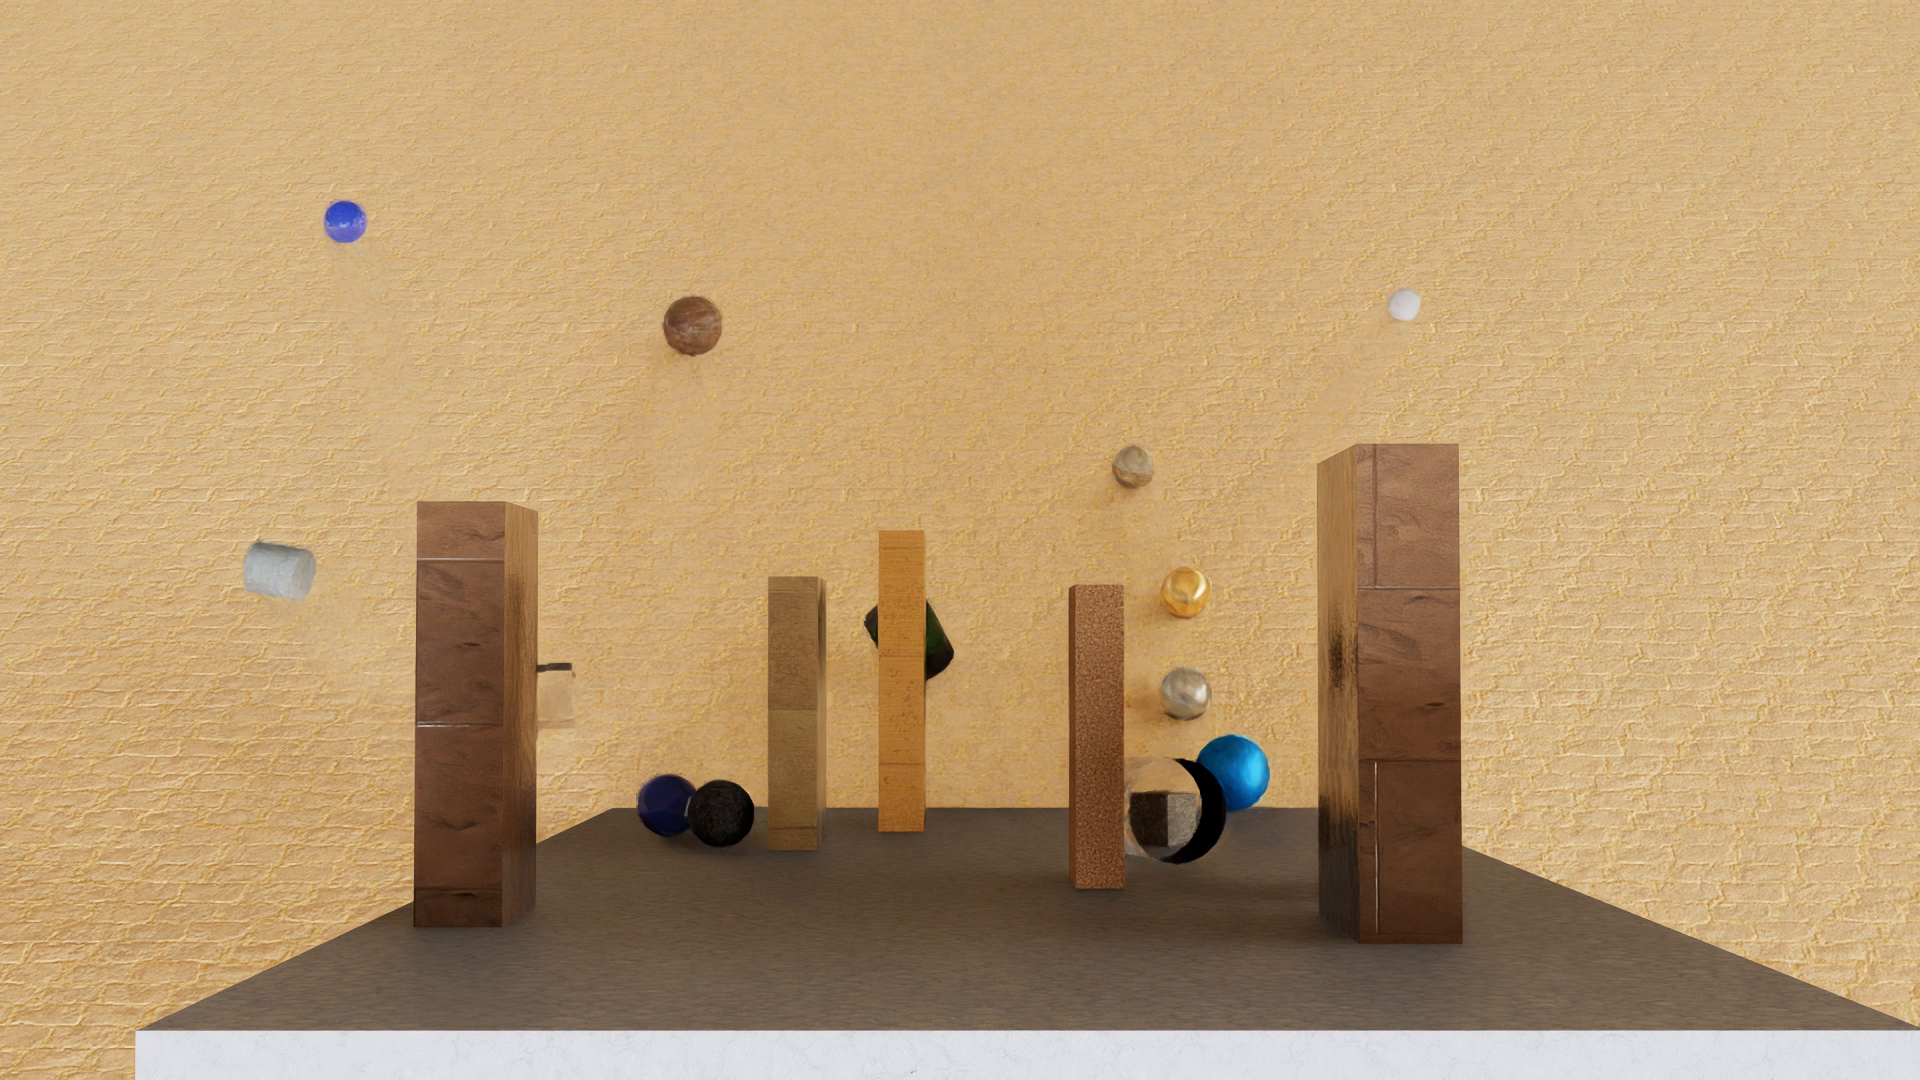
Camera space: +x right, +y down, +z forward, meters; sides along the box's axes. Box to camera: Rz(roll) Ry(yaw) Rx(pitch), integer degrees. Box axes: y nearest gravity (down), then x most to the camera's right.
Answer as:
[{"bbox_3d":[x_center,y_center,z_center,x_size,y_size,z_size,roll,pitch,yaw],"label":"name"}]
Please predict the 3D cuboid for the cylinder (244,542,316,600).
[{"bbox_3d":[-1.995,0.091,7.626,0.153,0.153,0.153,10,37,10],"label":"cylinder"}]

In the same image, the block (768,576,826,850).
[{"bbox_3d":[-0.353,0.372,5.670,0.103,0.575,0.386,0,-2,0],"label":"block"}]

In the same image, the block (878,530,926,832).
[{"bbox_3d":[-0.136,0.334,6.221,0.105,0.697,0.385,0,-2,0],"label":"block"}]

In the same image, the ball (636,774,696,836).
[{"bbox_3d":[-0.658,0.598,5.869,0.140,0.140,0.140,0,36,0],"label":"ball"}]

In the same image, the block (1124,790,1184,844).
[{"bbox_3d":[0.415,0.607,5.720,0.109,0.109,0.109,-2,-3,39],"label":"block"}]

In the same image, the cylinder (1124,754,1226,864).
[{"bbox_3d":[0.400,0.539,5.222,0.207,0.207,0.207,-13,1,-16],"label":"cylinder"}]

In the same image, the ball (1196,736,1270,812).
[{"bbox_3d":[0.705,0.605,6.752,0.197,0.197,0.197,0,36,0],"label":"ball"}]

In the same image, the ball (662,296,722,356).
[{"bbox_3d":[-0.905,-0.726,8.806,0.203,0.203,0.203,0,36,0],"label":"ball"}]

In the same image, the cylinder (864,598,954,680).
[{"bbox_3d":[-0.144,0.277,7.389,0.193,0.193,0.193,-21,27,11],"label":"cylinder"}]

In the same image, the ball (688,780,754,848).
[{"bbox_3d":[-0.509,0.583,5.535,0.143,0.143,0.143,0,36,0],"label":"ball"}]

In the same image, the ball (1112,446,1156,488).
[{"bbox_3d":[0.548,-0.230,8.190,0.137,0.137,0.137,0,36,0],"label":"ball"}]

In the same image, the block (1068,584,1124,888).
[{"bbox_3d":[0.248,0.353,4.752,0.086,0.538,0.287,0,-2,0],"label":"block"}]

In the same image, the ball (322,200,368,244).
[{"bbox_3d":[-2.229,-1.153,9.424,0.157,0.157,0.157,0,36,0],"label":"ball"}]

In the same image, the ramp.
[{"bbox_3d":[0.080,0.679,4.898,2.000,0.100,4.000,0,-2,0],"label":"ramp"}]

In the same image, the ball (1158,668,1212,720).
[{"bbox_3d":[0.630,0.432,7.281,0.149,0.149,0.149,0,36,0],"label":"ball"}]

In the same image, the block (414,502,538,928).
[{"bbox_3d":[-0.767,0.272,4.139,0.135,0.651,0.315,0,-2,0],"label":"block"}]

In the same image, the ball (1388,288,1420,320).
[{"bbox_3d":[1.538,-0.815,9.003,0.113,0.113,0.113,0,36,0],"label":"ball"}]

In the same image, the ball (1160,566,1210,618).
[{"bbox_3d":[0.664,0.153,7.660,0.148,0.148,0.148,0,36,0],"label":"ball"}]

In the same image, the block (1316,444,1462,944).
[{"bbox_3d":[0.650,0.229,3.970,0.148,0.722,0.423,0,-2,0],"label":"block"}]

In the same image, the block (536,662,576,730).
[{"bbox_3d":[-1.147,0.435,7.220,0.152,0.152,0.152,-3,74,-5],"label":"block"}]
